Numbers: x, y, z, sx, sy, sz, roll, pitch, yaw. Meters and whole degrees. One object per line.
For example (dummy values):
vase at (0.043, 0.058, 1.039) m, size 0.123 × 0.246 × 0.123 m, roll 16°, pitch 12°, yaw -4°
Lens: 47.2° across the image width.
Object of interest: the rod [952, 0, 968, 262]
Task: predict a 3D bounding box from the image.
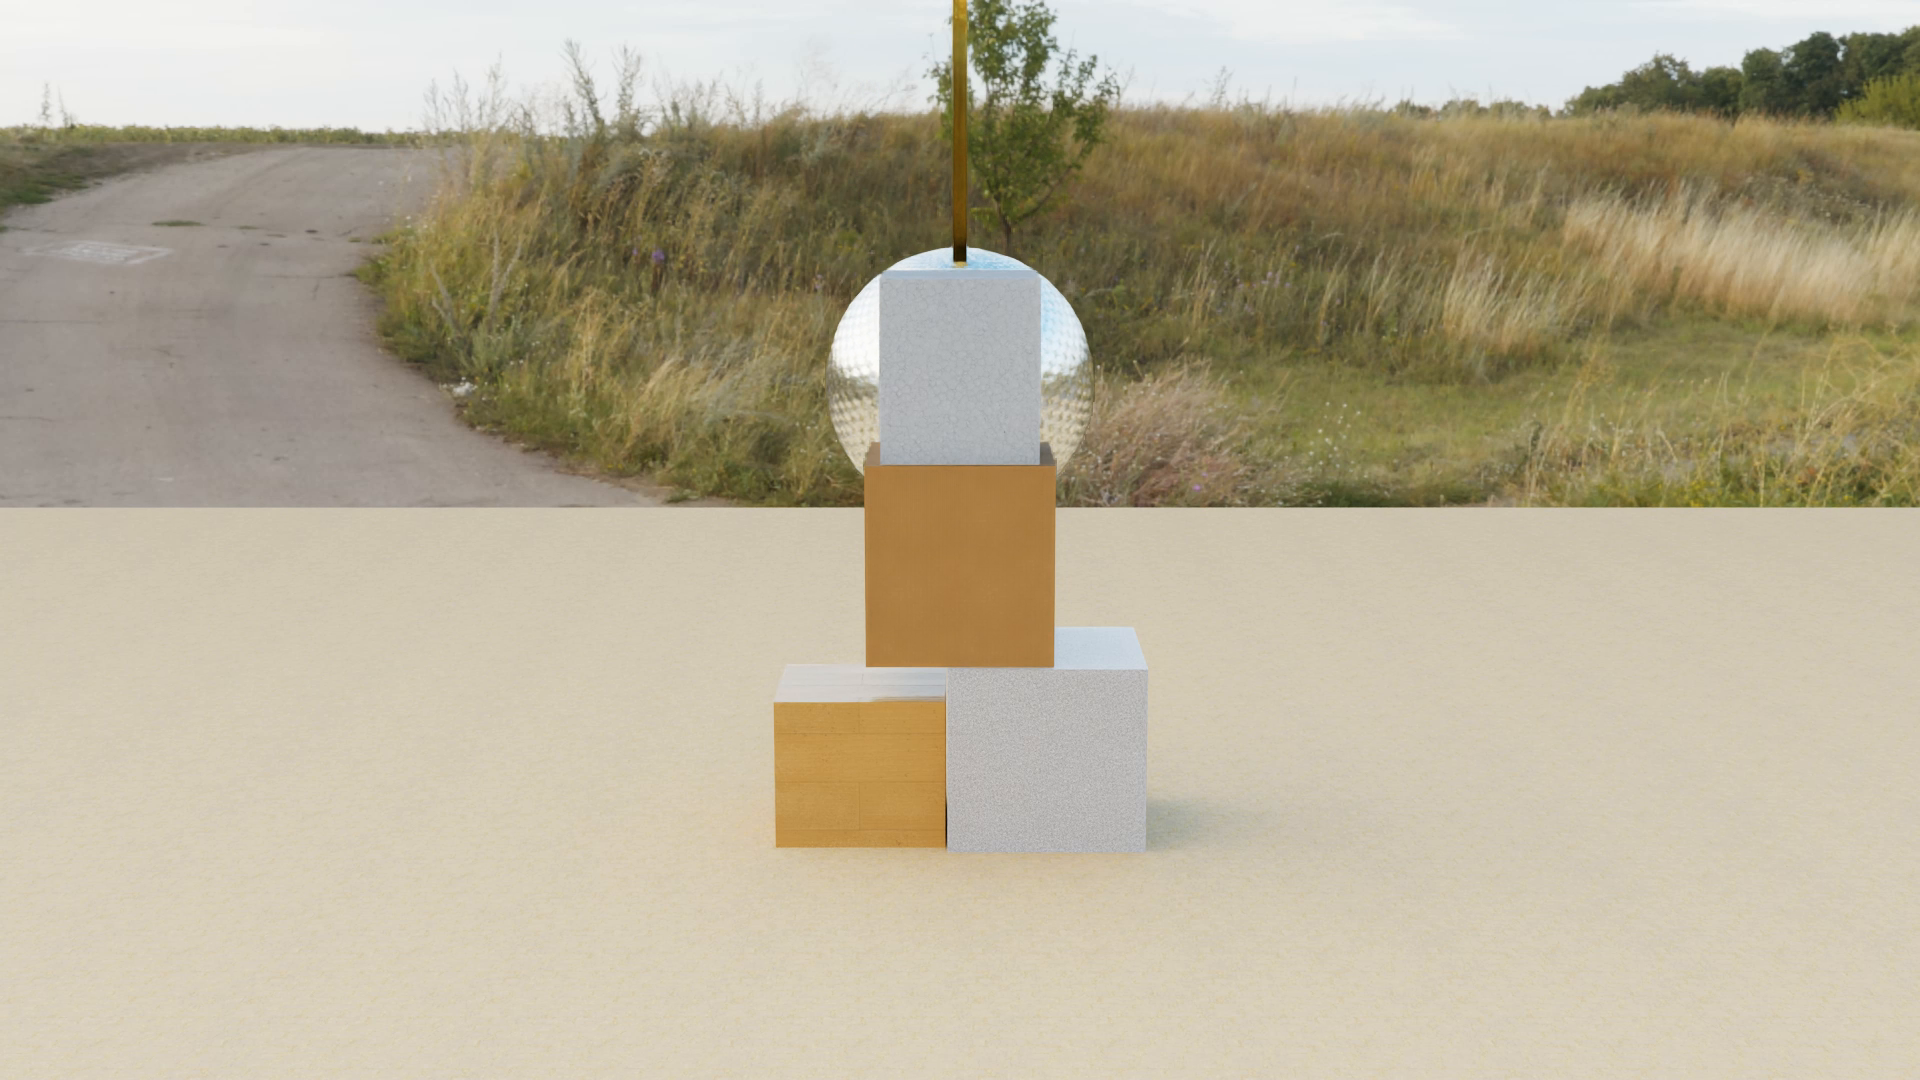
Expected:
rod at (0.000, -3.867, 11.391) m, size 0.080 × 5.200 × 0.080 m, roll 0°, pitch 31°, yaw 0°

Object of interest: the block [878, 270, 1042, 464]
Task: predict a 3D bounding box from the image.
block at (0.000, -0.876, 11.007) m, size 0.779 × 0.902 × 0.728 m, roll 0°, pitch 10°, yaw 0°

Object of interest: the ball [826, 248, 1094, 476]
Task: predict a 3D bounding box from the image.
ball at (0.000, -0.938, 13.118) m, size 1.600 × 1.600 × 1.600 m, roll 0°, pitch 10°, yaw 0°

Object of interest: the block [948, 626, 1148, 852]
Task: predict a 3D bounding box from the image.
block at (0.432, 1.013, 11.367) m, size 0.989 × 0.941 × 0.962 m, roll 0°, pitch 10°, yaw 0°

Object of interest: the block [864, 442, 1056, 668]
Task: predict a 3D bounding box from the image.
block at (0.000, 0.057, 11.196) m, size 0.931 × 1.001 × 0.879 m, roll 0°, pitch 10°, yaw 0°

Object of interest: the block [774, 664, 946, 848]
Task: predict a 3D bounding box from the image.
block at (-0.499, 1.104, 11.390) m, size 0.854 × 0.753 × 0.808 m, roll 0°, pitch 10°, yaw 0°
